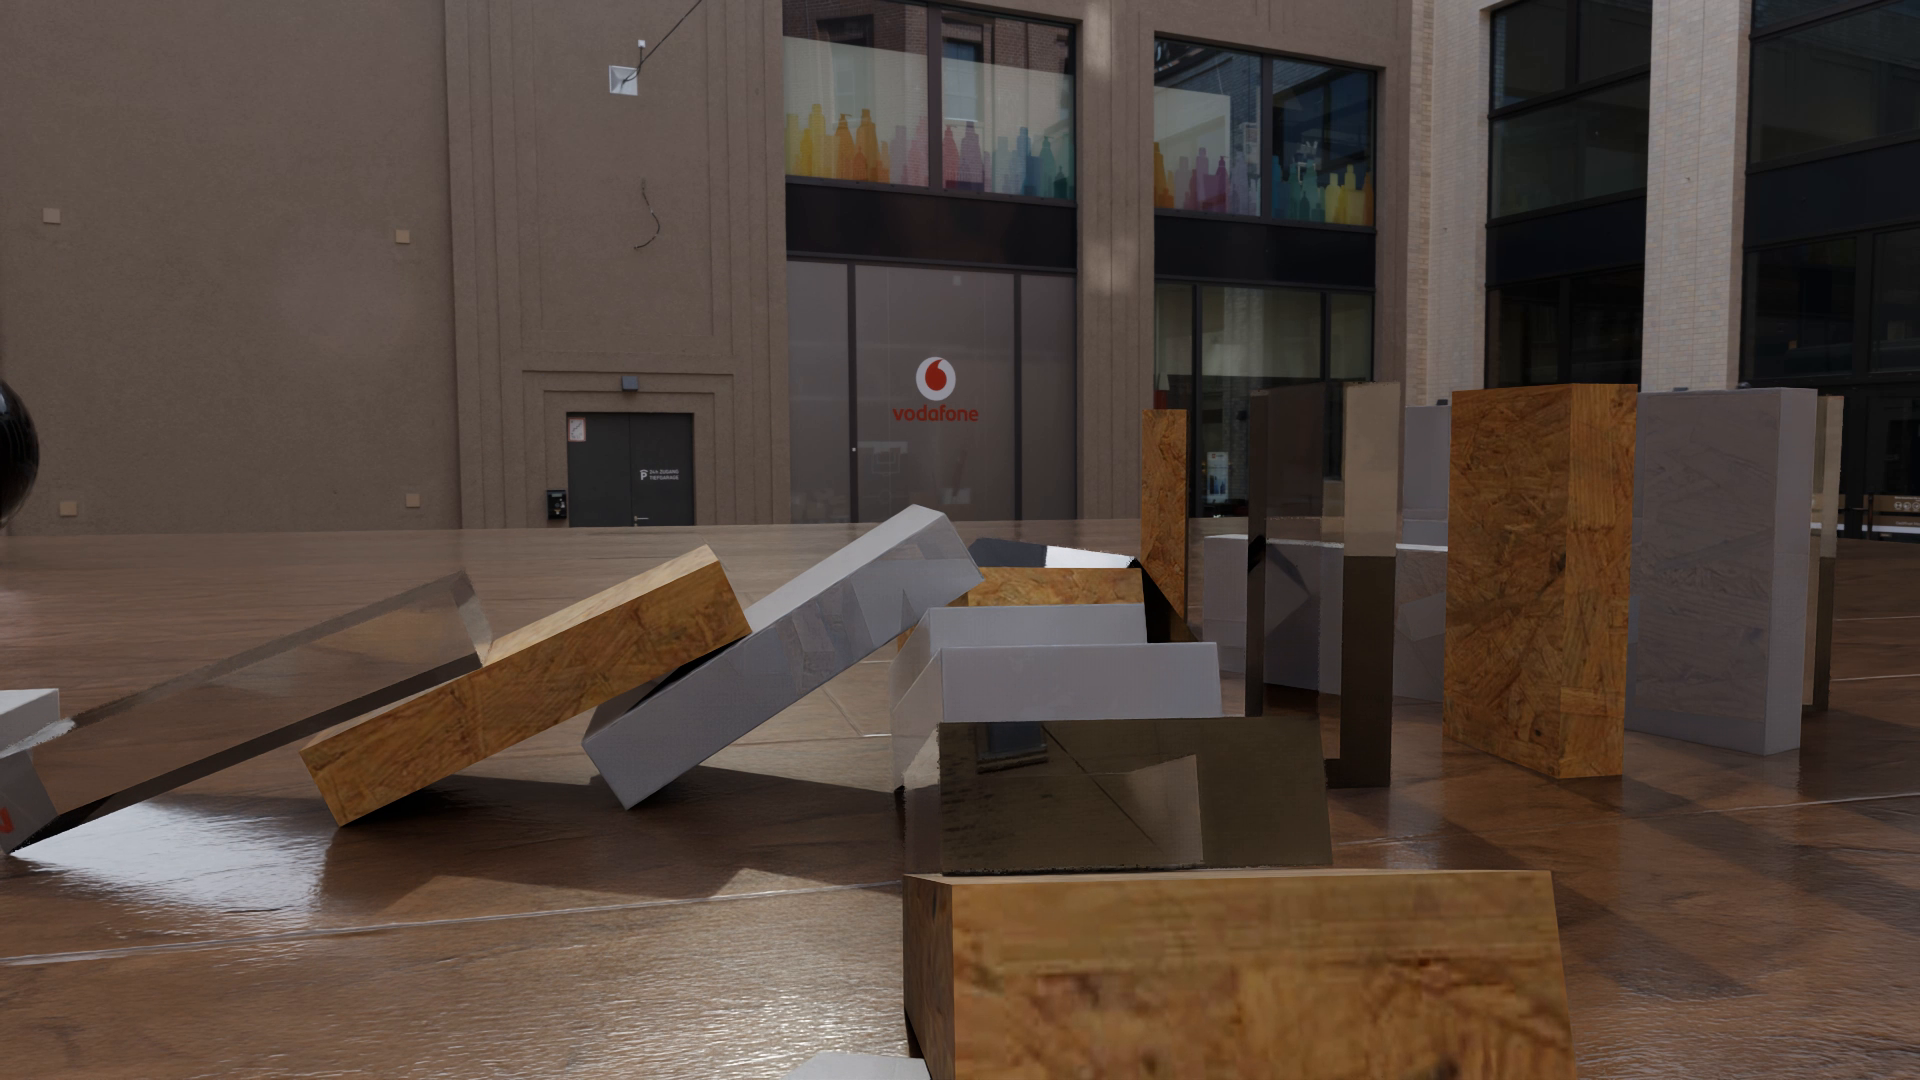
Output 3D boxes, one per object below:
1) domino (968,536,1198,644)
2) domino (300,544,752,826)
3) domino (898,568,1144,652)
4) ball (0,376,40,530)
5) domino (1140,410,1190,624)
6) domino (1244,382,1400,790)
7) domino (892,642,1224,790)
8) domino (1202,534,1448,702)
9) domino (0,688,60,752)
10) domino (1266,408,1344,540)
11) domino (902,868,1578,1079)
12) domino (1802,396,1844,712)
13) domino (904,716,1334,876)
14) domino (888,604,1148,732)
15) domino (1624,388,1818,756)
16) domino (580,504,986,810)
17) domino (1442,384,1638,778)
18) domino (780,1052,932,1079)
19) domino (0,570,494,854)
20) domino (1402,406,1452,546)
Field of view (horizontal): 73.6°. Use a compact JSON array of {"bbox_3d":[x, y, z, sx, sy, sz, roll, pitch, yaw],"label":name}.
[{"bbox_3d":[0.020,0.013,0.224,0.009,0.025,0.050,-46,23,-18],"label":"domino"},{"bbox_3d":[-0.052,0.016,0.159,0.050,0.009,0.025,-25,10,-11],"label":"domino"},{"bbox_3d":[0.007,0.015,0.198,0.025,0.010,0.050,1,-15,-14],"label":"domino"},{"bbox_3d":[-0.379,-0.032,0.460,0.080,0.080,0.080,0,4,0],"label":"ball"},{"bbox_3d":[0.047,-0.005,0.295,0.009,0.050,0.025,1,4,12],"label":"domino"},{"bbox_3d":[0.047,0.005,0.169,0.009,0.050,0.025,-1,4,-8],"label":"domino"},{"bbox_3d":[0.007,0.020,0.136,0.025,0.009,0.050,0,-14,-8],"label":"domino"},{"bbox_3d":[0.067,0.013,0.230,0.009,0.025,0.050,-4,6,-45],"label":"domino"},{"bbox_3d":[-0.128,0.027,0.147,0.025,0.010,0.050,-1,4,-15],"label":"domino"},{"bbox_3d":[0.076,-0.004,0.283,0.009,0.050,0.025,3,5,31],"label":"domino"},{"bbox_3d":[0.010,0.024,0.075,0.025,0.010,0.050,0,-14,-5],"label":"domino"},{"bbox_3d":[0.127,0.002,0.209,0.025,0.050,0.010,1,4,12],"label":"domino"},{"bbox_3d":[0.009,0.022,0.106,0.025,0.009,0.050,0,-14,-5],"label":"domino"},{"bbox_3d":[0.005,0.018,0.169,0.025,0.010,0.050,-1,-13,-9],"label":"domino"},{"bbox_3d":[0.107,0.004,0.186,0.010,0.050,0.025,-3,5,-32],"label":"domino"},{"bbox_3d":[-0.023,0.013,0.163,0.050,0.010,0.025,-32,9,-7],"label":"domino"},{"bbox_3d":[0.078,0.004,0.175,0.009,0.050,0.025,-1,4,-13],"label":"domino"},{"bbox_3d":[0.001,0.027,0.044,0.025,0.010,0.050,1,-13,8],"label":"domino"},{"bbox_3d":[-0.082,0.018,0.150,0.050,0.010,0.025,-22,10,-15],"label":"domino"},{"bbox_3d":[0.101,-0.002,0.264,0.009,0.050,0.025,4,6,44],"label":"domino"}]
